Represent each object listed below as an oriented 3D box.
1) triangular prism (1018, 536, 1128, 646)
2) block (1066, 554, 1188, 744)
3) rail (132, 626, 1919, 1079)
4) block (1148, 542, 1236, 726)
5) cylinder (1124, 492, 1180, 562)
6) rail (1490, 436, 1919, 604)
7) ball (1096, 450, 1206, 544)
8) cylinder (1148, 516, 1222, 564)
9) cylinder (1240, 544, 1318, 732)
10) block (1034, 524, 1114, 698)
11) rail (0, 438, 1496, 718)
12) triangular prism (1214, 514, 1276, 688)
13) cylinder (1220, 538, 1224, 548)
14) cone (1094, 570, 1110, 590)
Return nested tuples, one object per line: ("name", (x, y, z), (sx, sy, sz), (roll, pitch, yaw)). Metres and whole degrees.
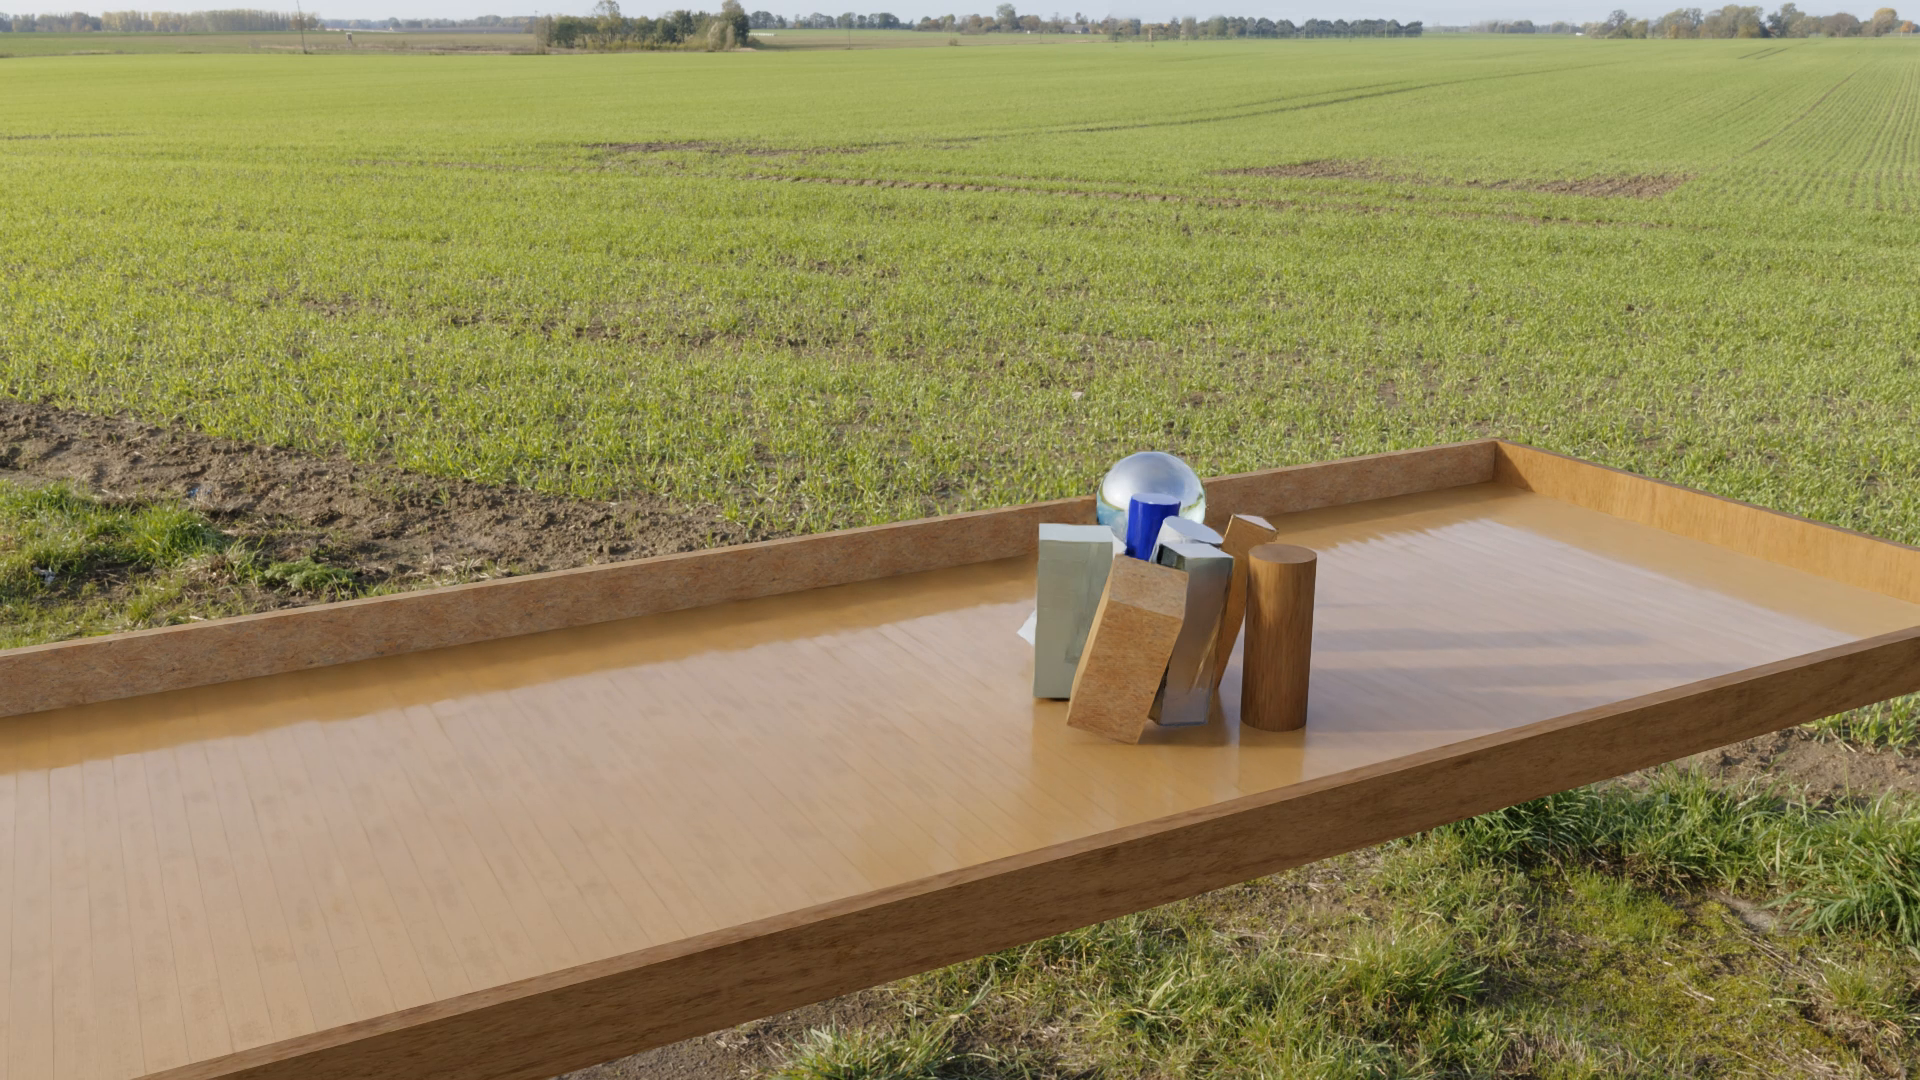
("triangular prism", (0.306, 0.139, 4.326), (0.096, 0.354, 0.083), (39, 3, 24))
("block", (0.375, 0.248, 3.715), (0.168, 0.387, 0.168), (15, 38, 1))
("rail", (-2.336, 1.006, 1.665), (12.000, 0.150, 0.050), (-9, 18, -27))
("block", (0.524, 0.220, 3.861), (0.130, 0.407, 0.130), (1, 15, -22))
("cylinder", (0.492, 0.086, 4.333), (0.130, 0.401, 0.130), (4, 15, -1))
("rail", (2.466, -0.048, 5.253), (0.050, 0.150, 2.100), (-9, 18, -27))
("ball", (0.563, -0.103, 4.875), (0.324, 0.324, 0.324), (0, 16, 0))
("cylinder", (0.517, 0.147, 4.121), (0.153, 0.385, 0.153), (17, 18, -6))
("cylinder", (0.743, 0.228, 3.853), (0.155, 0.410, 0.155), (0, 16, 0))
("block", (0.276, 0.174, 4.044), (0.177, 0.393, 0.177), (2, 13, 2))
("rail", (-3.305, 0.497, 3.399), (12.000, 0.150, 0.050), (-9, 18, -27))
("triangular prism", (0.669, 0.146, 4.103), (0.110, 0.424, 0.095), (22, 16, 17))
("cylinder", (0.768, 0.088, 4.829), (0.126, 0.126, 0.337), (7, 18, 21))
("cone", (0.485, 0.100, 4.860), (0.104, 0.104, 0.354), (14, 7, 39))
